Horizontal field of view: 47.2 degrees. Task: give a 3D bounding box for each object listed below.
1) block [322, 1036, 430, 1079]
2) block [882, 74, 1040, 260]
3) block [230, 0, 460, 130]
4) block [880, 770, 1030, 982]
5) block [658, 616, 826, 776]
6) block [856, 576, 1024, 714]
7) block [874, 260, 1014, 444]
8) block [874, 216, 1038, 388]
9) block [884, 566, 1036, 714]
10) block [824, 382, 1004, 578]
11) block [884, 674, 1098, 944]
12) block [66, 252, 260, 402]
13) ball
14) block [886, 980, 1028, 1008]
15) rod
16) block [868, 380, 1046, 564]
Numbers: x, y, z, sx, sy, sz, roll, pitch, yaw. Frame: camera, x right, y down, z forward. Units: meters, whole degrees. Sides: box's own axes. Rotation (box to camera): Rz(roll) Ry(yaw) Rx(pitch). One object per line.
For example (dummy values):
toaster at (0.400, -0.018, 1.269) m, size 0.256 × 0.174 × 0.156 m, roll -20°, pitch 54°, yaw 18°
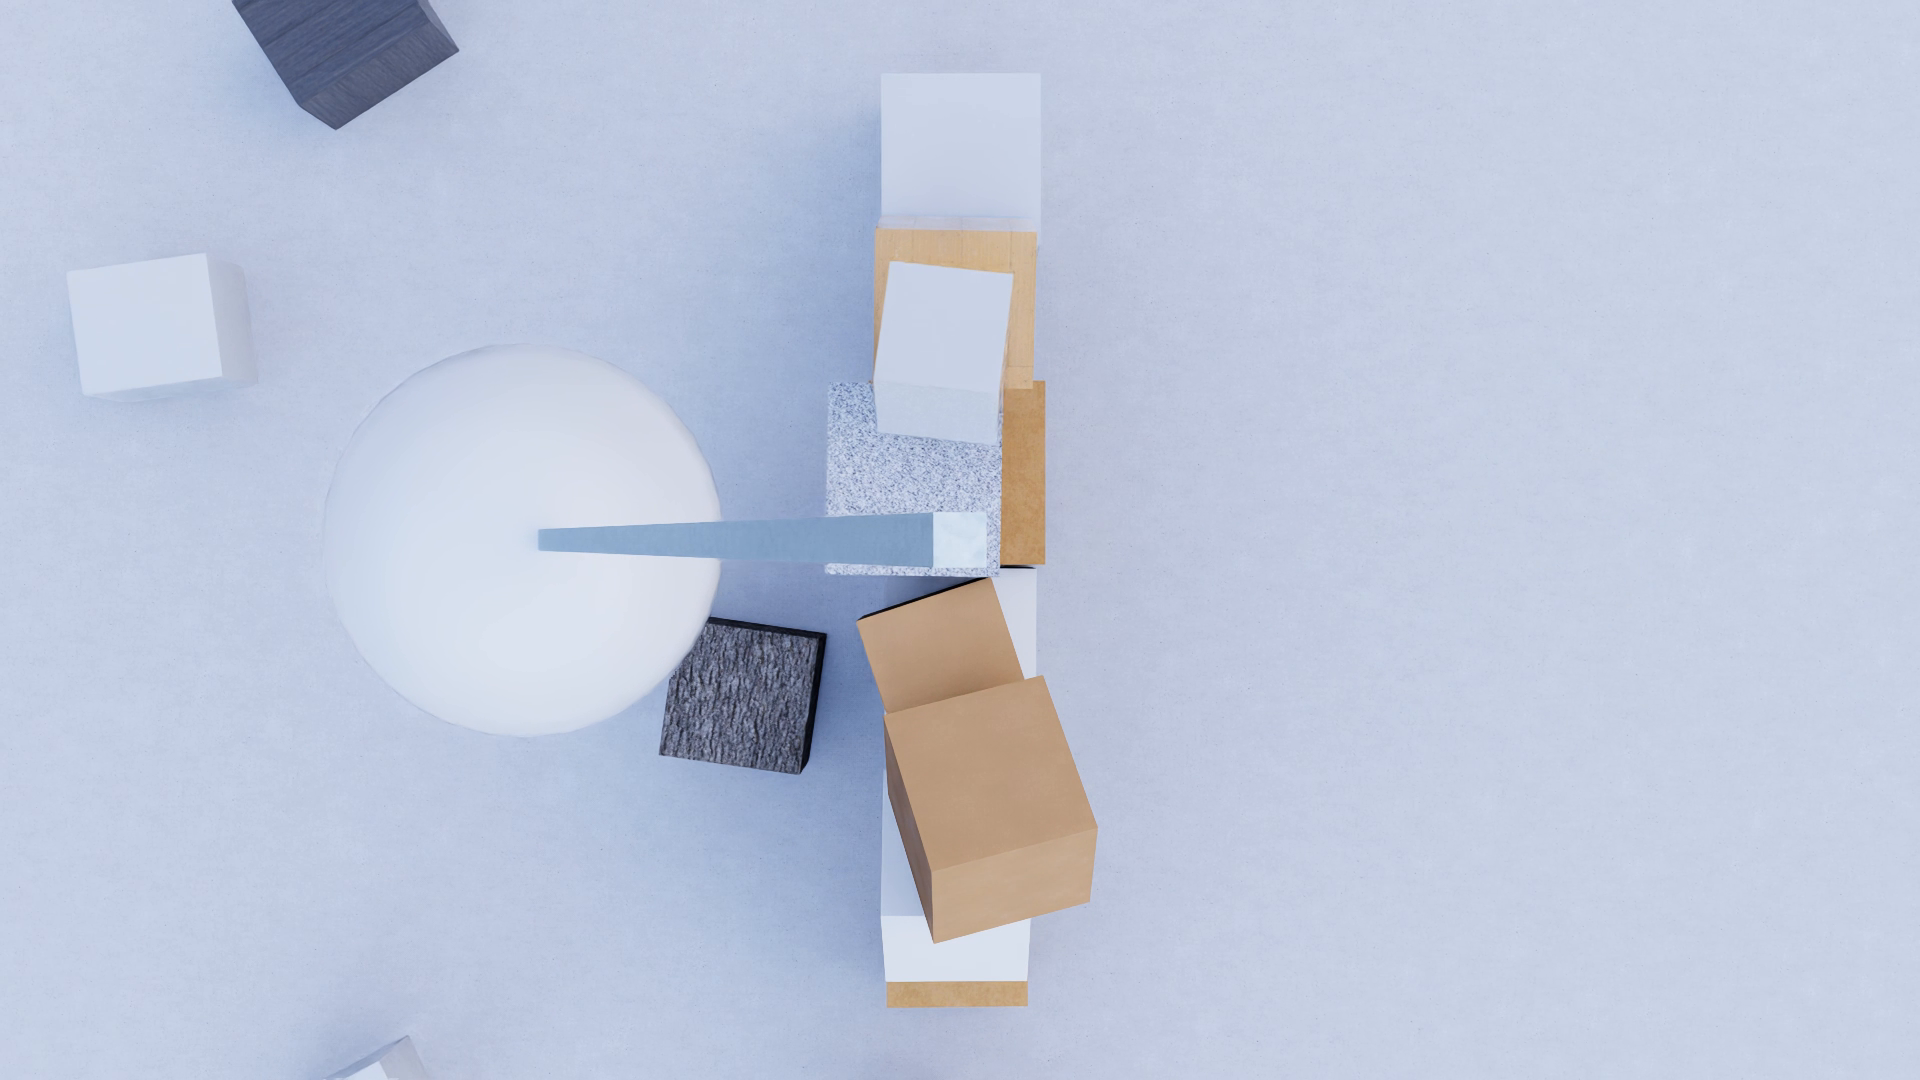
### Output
block at (-3.463, 3.382, 12.673) m, size 0.774 × 0.654 × 0.628 m, roll -27°, pitch 90°, yaw 0°
block at (0.007, -2.088, 12.532) m, size 0.873 × 0.936 × 0.943 m, roll 0°, pitch 90°, yaw 0°
block at (-3.530, -2.978, 12.636) m, size 0.874 × 0.729 × 0.764 m, roll -33°, pitch 90°, yaw 0°
block at (-0.021, 1.791, 11.707) m, size 0.760 × 0.845 × 0.835 m, roll 0°, pitch 56°, yaw 0°
block at (-1.231, 0.874, 12.615) m, size 0.792 × 0.771 × 0.765 m, roll 8°, pitch 90°, yaw 0°
block at (-0.070, 0.661, 11.719) m, size 0.730 × 0.883 × 0.755 m, roll -18°, pitch 90°, yaw 0°
block at (-0.078, -0.911, 10.817) m, size 0.597 × 0.688 × 0.621 m, roll 7°, pitch 72°, yaw 2°
block at (-0.028, -1.278, 11.685) m, size 0.823 × 0.889 × 0.805 m, roll 1°, pitch 103°, yaw 0°
block at (0.003, 0.568, 12.580) m, size 0.837 × 0.839 × 0.822 m, roll 0°, pitch 90°, yaw 0°
block at (-0.233, -0.305, 11.585) m, size 0.886 × 0.892 × 0.972 m, roll 1°, pitch 90°, yaw 0°
block at (0.140, 1.350, 10.987) m, size 0.824 × 0.841 × 0.877 m, roll -14°, pitch 57°, yaw -9°
block at (-4.580, -1.212, 12.673) m, size 0.792 × 0.654 × 0.700 m, roll -8°, pitch 90°, yaw 0°
ball at (-1.757, 0.000, 8.918) m, size 1.600 × 1.600 × 1.600 m, roll 0°, pitch 90°, yaw 0°
block at (-0.019, 2.184, 12.616) m, size 0.785 × 0.769 × 0.828 m, roll -1°, pitch 90°, yaw 0°
rod at (-0.761, 0.000, 5.667) m, size 0.080 × 5.200 × 0.080 m, roll 0°, pitch 90°, yaw -17°
block at (-0.016, -0.369, 12.516) m, size 0.965 × 0.969 × 1.007 m, roll 0°, pitch 90°, yaw 0°
